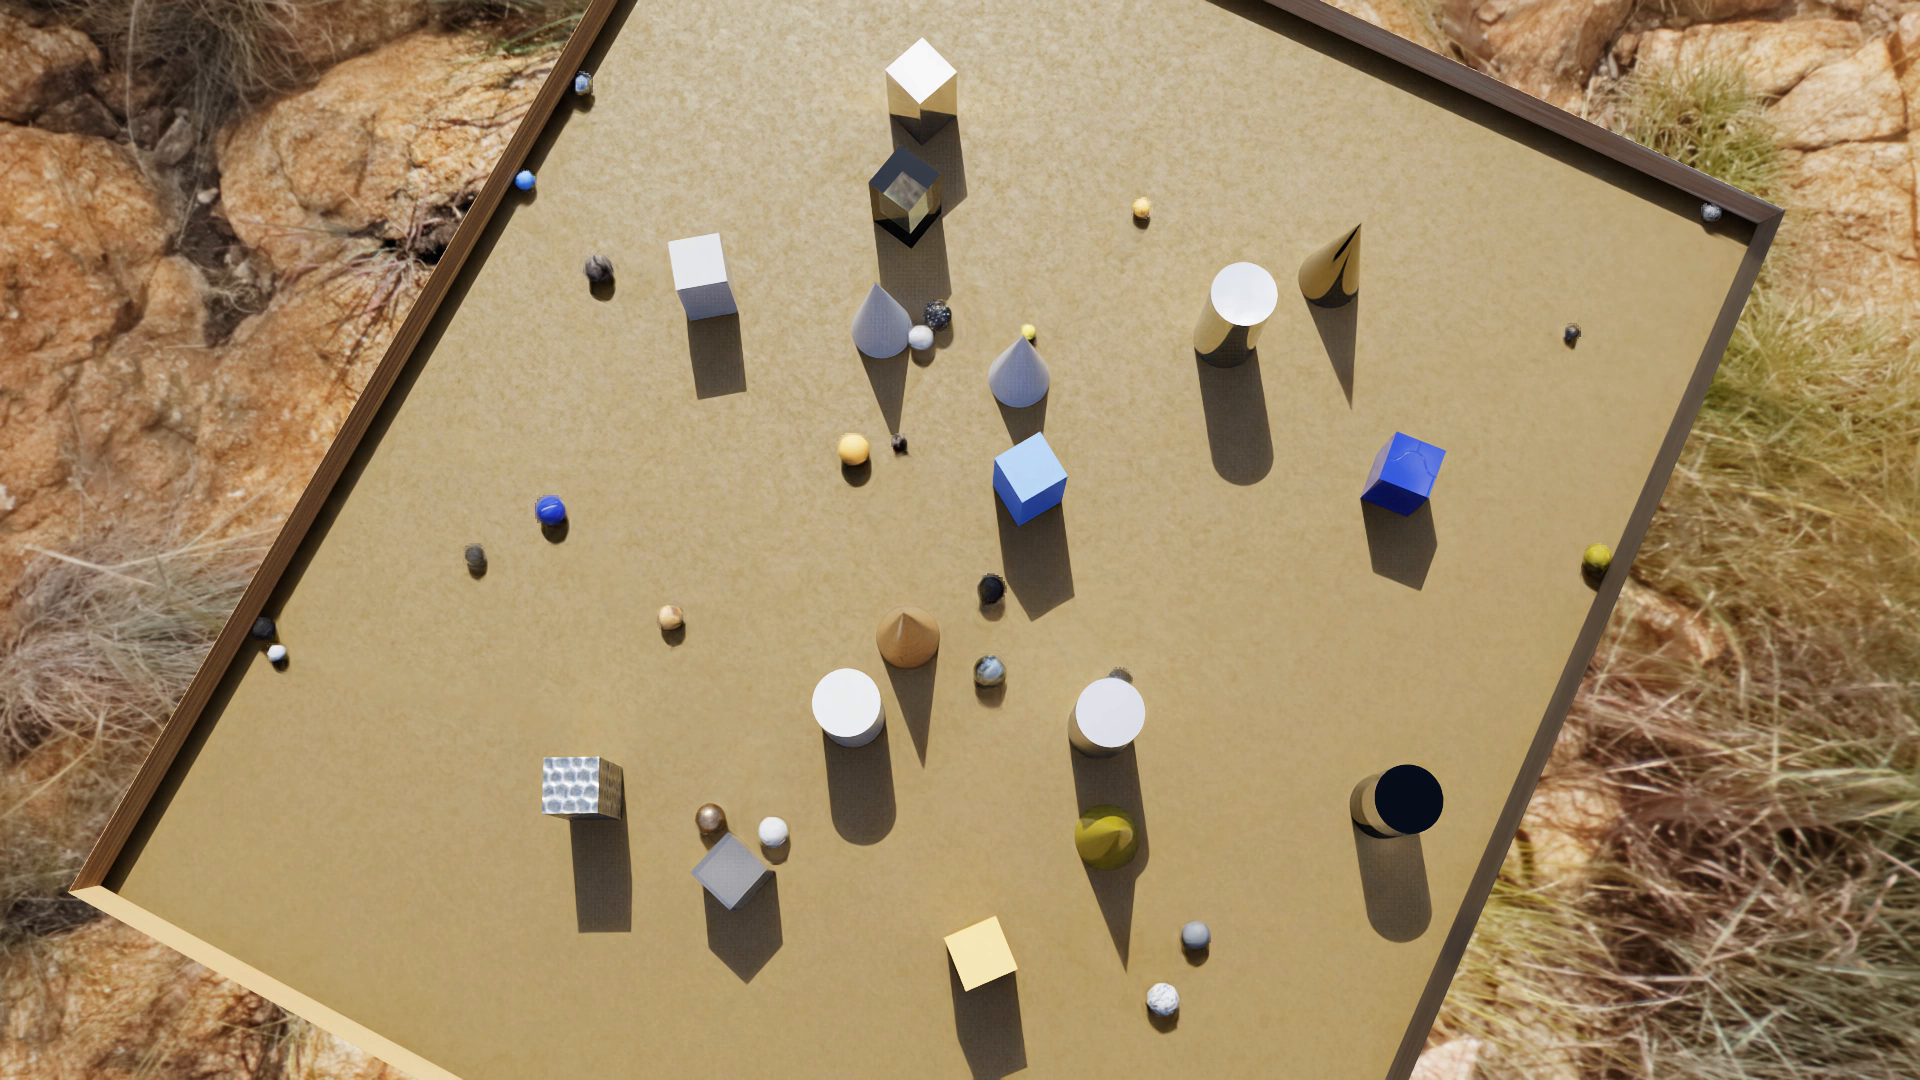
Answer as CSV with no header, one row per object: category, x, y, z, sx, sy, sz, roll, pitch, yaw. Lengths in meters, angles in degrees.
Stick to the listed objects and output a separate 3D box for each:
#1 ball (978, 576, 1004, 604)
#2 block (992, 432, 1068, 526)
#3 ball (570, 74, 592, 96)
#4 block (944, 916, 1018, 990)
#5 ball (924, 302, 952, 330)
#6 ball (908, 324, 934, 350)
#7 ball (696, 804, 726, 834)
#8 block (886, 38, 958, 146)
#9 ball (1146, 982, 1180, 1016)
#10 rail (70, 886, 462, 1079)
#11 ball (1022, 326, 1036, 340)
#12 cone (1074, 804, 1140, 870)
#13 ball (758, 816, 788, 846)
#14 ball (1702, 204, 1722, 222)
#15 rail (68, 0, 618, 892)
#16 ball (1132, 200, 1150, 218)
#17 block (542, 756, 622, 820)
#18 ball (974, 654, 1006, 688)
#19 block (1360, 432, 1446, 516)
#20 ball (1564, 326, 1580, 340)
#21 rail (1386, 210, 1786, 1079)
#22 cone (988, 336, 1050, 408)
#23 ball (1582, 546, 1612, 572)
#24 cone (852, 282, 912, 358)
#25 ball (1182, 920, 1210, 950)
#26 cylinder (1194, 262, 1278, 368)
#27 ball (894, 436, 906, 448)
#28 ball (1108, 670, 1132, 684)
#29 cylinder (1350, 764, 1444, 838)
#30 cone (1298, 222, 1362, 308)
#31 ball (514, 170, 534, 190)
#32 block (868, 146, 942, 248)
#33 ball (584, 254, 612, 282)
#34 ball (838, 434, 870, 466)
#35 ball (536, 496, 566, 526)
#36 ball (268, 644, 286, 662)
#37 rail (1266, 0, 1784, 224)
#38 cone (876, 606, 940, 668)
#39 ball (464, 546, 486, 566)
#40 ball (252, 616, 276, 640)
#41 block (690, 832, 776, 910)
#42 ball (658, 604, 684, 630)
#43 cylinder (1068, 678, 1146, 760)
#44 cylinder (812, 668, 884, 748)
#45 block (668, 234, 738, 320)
ball,0.093,0.151,5.543,0.083,0.083,0.083,0,78,0
block,0.207,-0.179,5.484,0.155,0.331,0.155,-30,80,-6
ball,-1.217,-1.459,5.882,0.071,0.071,0.071,0,78,0
block,0.058,1.173,5.211,0.155,0.319,0.155,-22,79,-4
ball,-0.068,-0.700,5.717,0.087,0.087,0.087,0,78,0
ball,-0.121,-0.631,5.707,0.078,0.078,0.078,0,78,0
ball,-0.735,0.820,5.402,0.088,0.088,0.088,0,78,0
block,-0.119,-1.402,5.748,0.155,0.310,0.155,-43,81,-8
ball,0.586,1.326,5.295,0.092,0.092,0.092,0,78,0
rail,-0.920,1.809,5.177,3.665,0.126,0.045,26,80,5
ball,0.214,-0.649,5.728,0.045,0.045,0.045,0,78,0
cone,0.436,0.836,5.217,0.193,0.443,0.193,0,78,0
ball,-0.550,0.858,5.394,0.088,0.088,0.088,0,78,0
ball,2.381,-1.035,5.801,0.058,0.058,0.058,0,78,0
rail,-1.618,-0.786,5.714,0.045,0.126,4.164,26,80,5
ball,0.575,-1.050,5.805,0.056,0.056,0.056,0,78,0
block,-1.084,0.719,5.281,0.155,0.365,0.155,-1,78,0
ball,0.088,0.393,5.486,0.097,0.097,0.097,0,78,0
block,1.333,-0.196,5.524,0.155,0.260,0.155,22,79,4
ball,1.913,-0.649,5.728,0.044,0.044,0.044,0,78,0
rail,1.618,0.799,5.386,0.045,0.126,4.164,26,80,5
cone,0.185,-0.550,5.512,0.193,0.428,0.193,0,78,0
ball,1.933,0.058,5.563,0.081,0.081,0.081,0,78,0
cone,-0.245,-0.707,5.540,0.193,0.436,0.193,0,78,0
ball,0.686,1.150,5.336,0.083,0.083,0.083,0,78,0
cylinder,0.827,-0.674,5.540,0.193,0.422,0.193,0,78,0
ball,-0.185,-0.302,5.657,0.042,0.042,0.042,0,78,0
ball,0.478,0.425,5.491,0.074,0.074,0.074,0,78,0
cylinder,1.255,0.758,5.288,0.193,0.336,0.193,0,78,0
cone,1.164,-0.872,5.551,0.193,0.482,0.193,0,78,0
ball,-1.383,-1.142,5.821,0.063,0.063,0.063,0,78,0
block,-0.168,-1.060,5.679,0.155,0.307,0.155,37,81,7
ball,-1.134,-0.852,5.749,0.086,0.086,0.086,0,78,0
ball,-0.325,-0.276,5.625,0.096,0.096,0.096,0,78,0
ball,-1.247,-0.088,5.591,0.087,0.087,0.087,0,78,0
ball,-2.056,0.341,5.519,0.052,0.052,0.052,0,78,0
rail,0.920,-1.796,5.923,3.665,0.126,0.045,26,80,5
cone,-0.158,0.248,5.333,0.193,0.455,0.193,0,78,0
ball,-1.476,0.048,5.575,0.061,0.061,0.061,0,78,0
ball,-2.100,0.266,5.527,0.069,0.069,0.069,0,78,0
block,-0.654,0.959,5.296,0.155,0.238,0.155,42,81,8
ball,-0.874,0.233,5.529,0.076,0.076,0.076,0,78,0
cylinder,0.419,0.521,5.299,0.193,0.410,0.193,0,78,0
cylinder,-0.322,0.493,5.348,0.193,0.326,0.193,0,78,0
block,-0.787,-0.806,5.636,0.155,0.289,0.155,-11,79,-2
